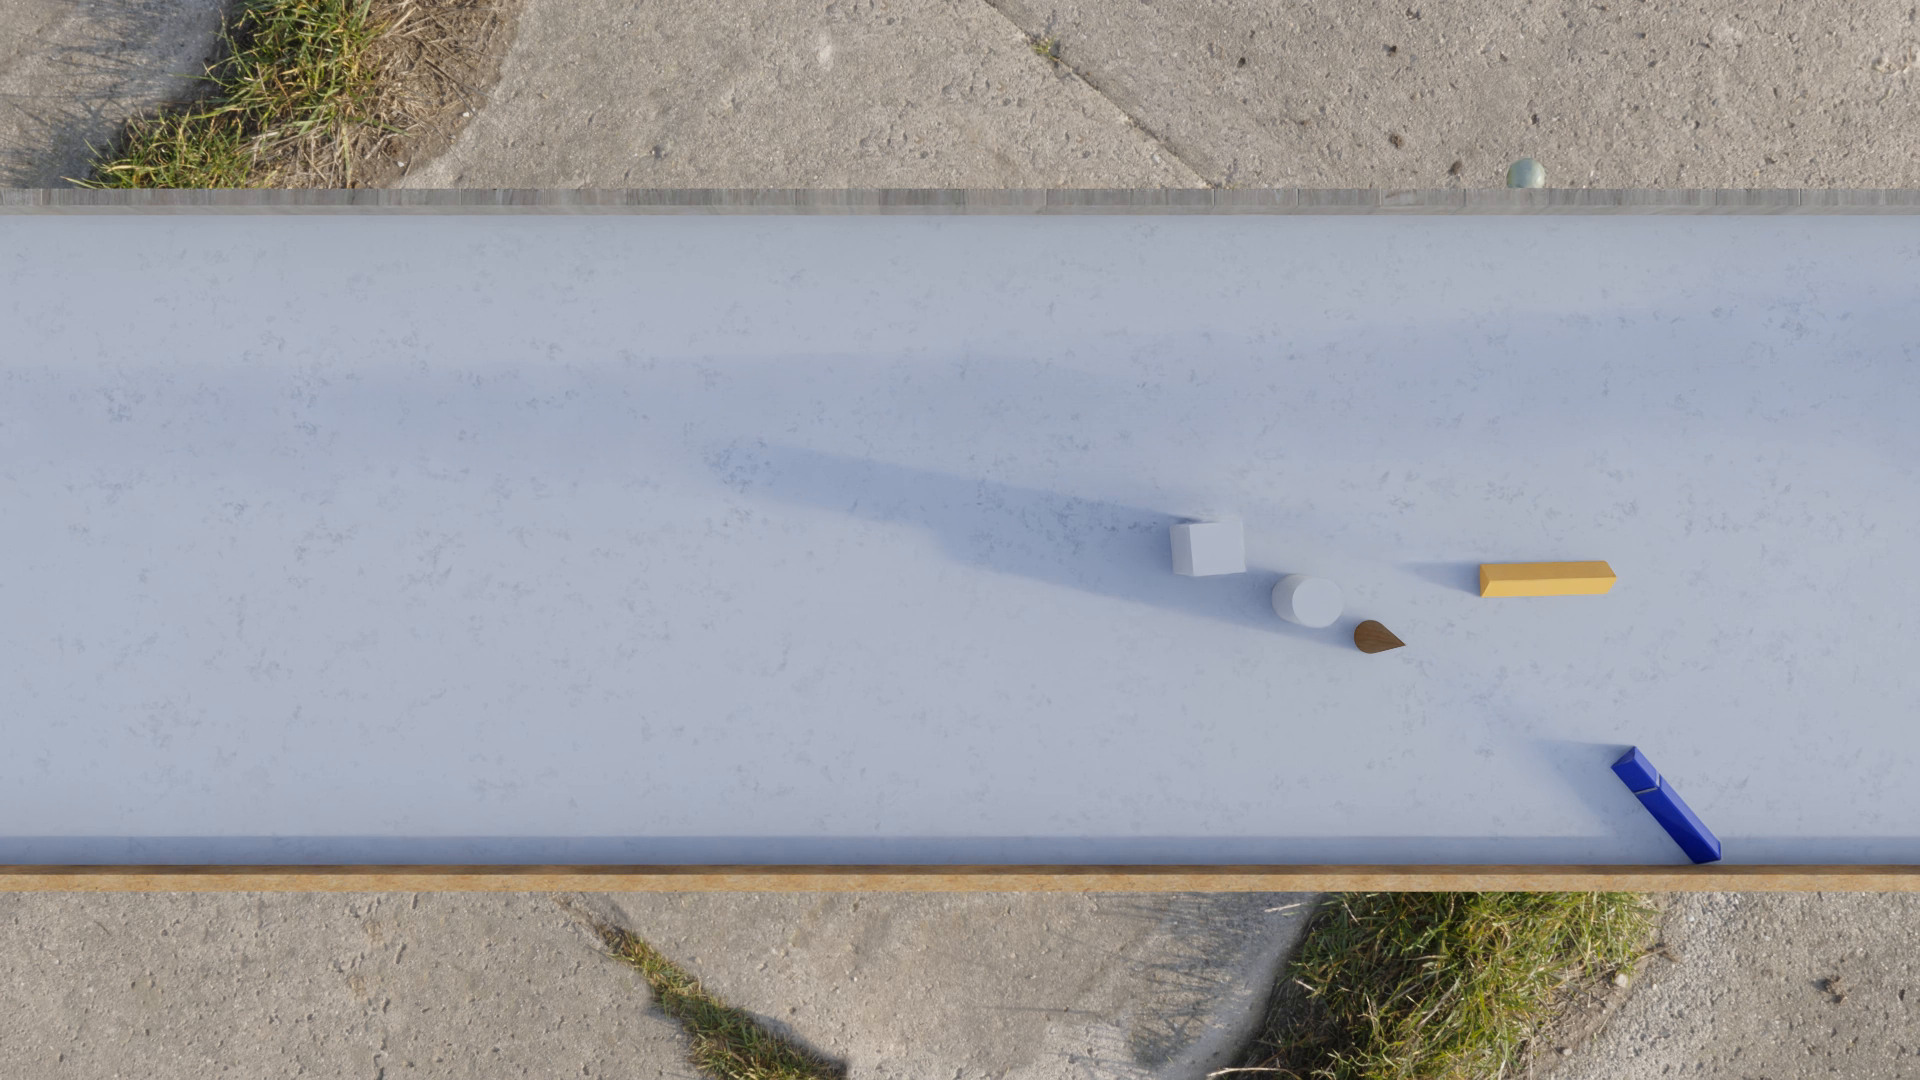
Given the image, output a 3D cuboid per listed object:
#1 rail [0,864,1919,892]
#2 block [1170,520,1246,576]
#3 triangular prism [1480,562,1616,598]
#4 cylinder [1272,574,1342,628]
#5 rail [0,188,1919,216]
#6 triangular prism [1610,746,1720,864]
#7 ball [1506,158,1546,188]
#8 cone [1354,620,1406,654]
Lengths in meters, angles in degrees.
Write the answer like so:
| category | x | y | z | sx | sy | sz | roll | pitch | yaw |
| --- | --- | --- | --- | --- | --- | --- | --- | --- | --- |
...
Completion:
| category | x | y | z | sx | sy | sz | roll | pitch | yaw |
| --- | --- | --- | --- | --- | --- | --- | --- | --- | --- |
| rail | -2.247 | 1.025 | 5.001 | 12.000 | 0.150 | 0.050 | 0 | 90 | 0 |
| block | 0.723 | 0.023 | 4.856 | 0.146 | 0.441 | 0.146 | -5 | 90 | 0 |
| triangular prism | 1.794 | 0.121 | 5.031 | 0.386 | 0.086 | 0.099 | -2 | 90 | 0 |
| cylinder | 1.032 | 0.180 | 4.918 | 0.147 | 0.318 | 0.147 | 0 | 90 | 0 |
| rail | -2.247 | -1.025 | 5.002 | 12.000 | 0.150 | 0.050 | 0 | 90 | 0 |
| triangular prism | 2.170 | 0.816 | 5.031 | 0.099 | 0.086 | 0.399 | -41 | 90 | 0 |
| ball | 5.608 | -3.596 | 16.358 | 0.374 | 0.374 | 0.374 | 0 | 90 | 0 |
| cone | 1.265 | 0.298 | 4.873 | 0.104 | 0.408 | 0.104 | 0 | 90 | 0 |
